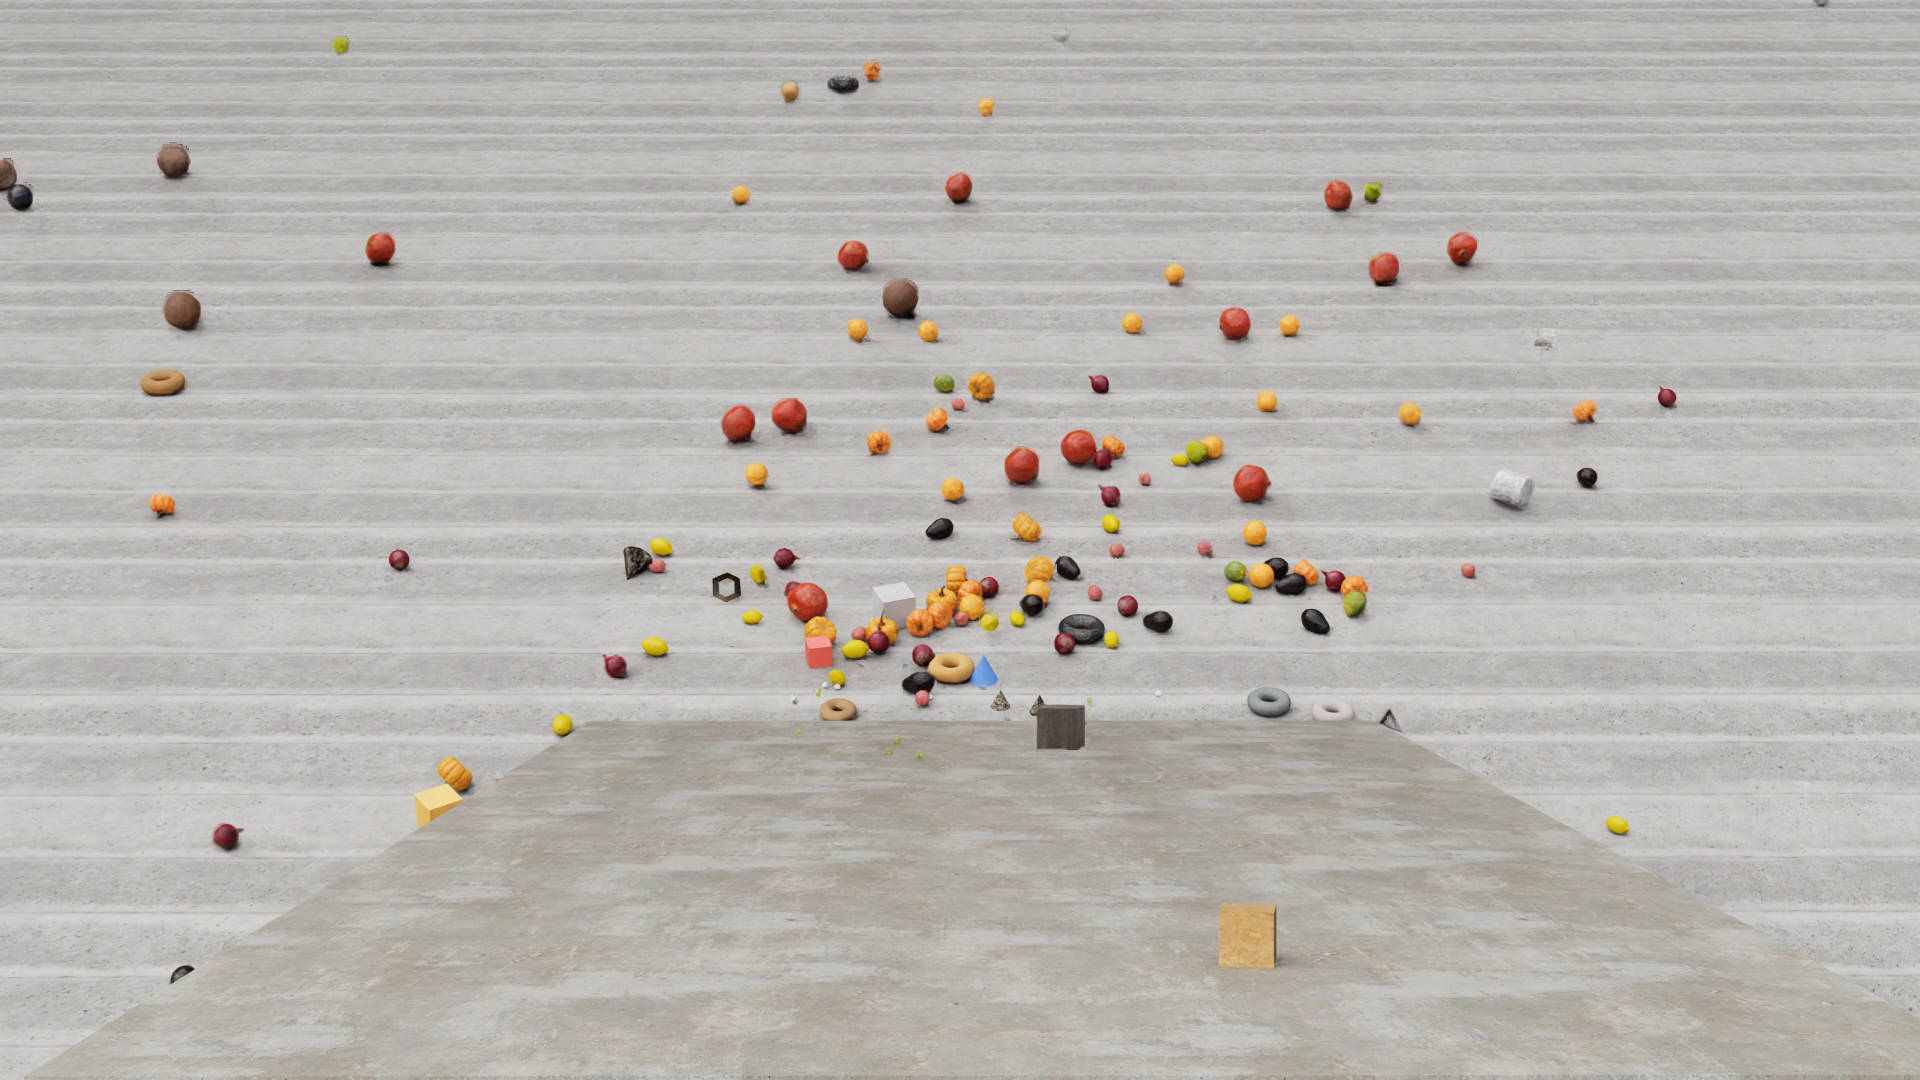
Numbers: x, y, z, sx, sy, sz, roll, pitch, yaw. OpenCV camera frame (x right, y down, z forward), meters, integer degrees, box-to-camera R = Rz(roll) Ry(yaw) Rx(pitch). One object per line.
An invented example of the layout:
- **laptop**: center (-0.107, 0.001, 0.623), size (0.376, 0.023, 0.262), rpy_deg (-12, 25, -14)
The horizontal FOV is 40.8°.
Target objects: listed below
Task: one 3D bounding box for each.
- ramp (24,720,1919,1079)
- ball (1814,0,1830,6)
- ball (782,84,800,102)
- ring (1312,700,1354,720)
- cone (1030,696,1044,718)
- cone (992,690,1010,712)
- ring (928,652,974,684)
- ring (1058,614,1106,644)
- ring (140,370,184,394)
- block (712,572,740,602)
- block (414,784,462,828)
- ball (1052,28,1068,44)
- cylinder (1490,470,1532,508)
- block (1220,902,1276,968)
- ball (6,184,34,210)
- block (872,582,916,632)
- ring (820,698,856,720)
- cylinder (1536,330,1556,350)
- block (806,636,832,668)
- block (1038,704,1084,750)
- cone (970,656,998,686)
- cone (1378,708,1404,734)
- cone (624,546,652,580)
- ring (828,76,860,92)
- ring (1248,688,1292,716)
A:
- **ramp**: center (0.061, 0.549, 4.585), size (2.000, 0.100, 4.000), rpy_deg (0, 1, 0)
- **ball**: center (4.338, -2.734, 12.992), size (0.085, 0.085, 0.085), rpy_deg (0, 27, 0)
- **ball**: center (-0.761, -2.005, 11.560), size (0.081, 0.081, 0.081), rpy_deg (0, 27, 0)
- **ring**: center (0.977, 0.453, 6.759), size (0.112, 0.037, 0.112), rpy_deg (0, 25, 0)
- **cone**: center (0.209, 0.429, 6.786), size (0.053, 0.053, 0.053), rpy_deg (0, 27, 0)
- **cone**: center (0.107, 0.417, 6.813), size (0.051, 0.051, 0.051), rpy_deg (0, 27, 0)
- **ring**: center (-0.023, 0.345, 6.967), size (0.125, 0.042, 0.125), rpy_deg (-1, 27, 1)
- **ring**: center (0.337, 0.247, 7.158), size (0.131, 0.044, 0.131), rpy_deg (1, 26, -1)
- **ring**: center (-2.682, -0.530, 8.686), size (0.146, 0.049, 0.146), rpy_deg (-1, 26, 0)
- **block**: center (-0.666, 0.135, 7.364), size (0.056, 0.056, 0.056), rpy_deg (24, 35, 38)
- **block**: center (-1.267, 0.663, 6.289), size (0.087, 0.087, 0.087), rpy_deg (-18, 32, -31)
- **ball**: center (0.483, -2.418, 12.381), size (0.075, 0.075, 0.075), rpy_deg (0, 27, 0)
- **cylinder**: center (1.687, -0.154, 7.892), size (0.094, 0.094, 0.094), rpy_deg (19, 33, 33)
- **block**: center (0.358, 0.491, 3.210), size (0.067, 0.067, 0.067), rpy_deg (0, 1, 10)
- **ball**: center (-3.740, -1.364, 10.274), size (0.099, 0.099, 0.099), rpy_deg (0, 27, 0)
- **block**: center (-0.184, 0.188, 7.217), size (0.095, 0.095, 0.095), rpy_deg (-10, 28, -18)
- **ring**: center (-0.319, 0.448, 6.772), size (0.098, 0.033, 0.098), rpy_deg (1, 28, -1)
- **cylinder**: center (2.042, -0.699, 9.004), size (0.060, 0.060, 0.060), rpy_deg (9, 28, 18)
- **block**: center (-0.384, 0.305, 7.022), size (0.062, 0.062, 0.062), rpy_deg (-6, 28, -12)
- **block**: center (0.231, 0.427, 5.901), size (0.093, 0.093, 0.093), rpy_deg (0, 1, 12)
- **cone**: center (0.063, 0.341, 6.934), size (0.077, 0.077, 0.077), rpy_deg (0, 27, 0)
- **cone**: center (1.125, 0.485, 6.700), size (0.072, 0.072, 0.072), rpy_deg (34, 34, 6)
- **cone**: center (-0.950, 0.081, 7.488), size (0.090, 0.090, 0.090), rpy_deg (9, 55, 16)
- **ring**: center (-0.528, -2.070, 11.723), size (0.143, 0.048, 0.143), rpy_deg (0, 23, 0)
- **ring**: center (0.815, 0.427, 6.810), size (0.115, 0.038, 0.115), rpy_deg (-1, 28, 0)
